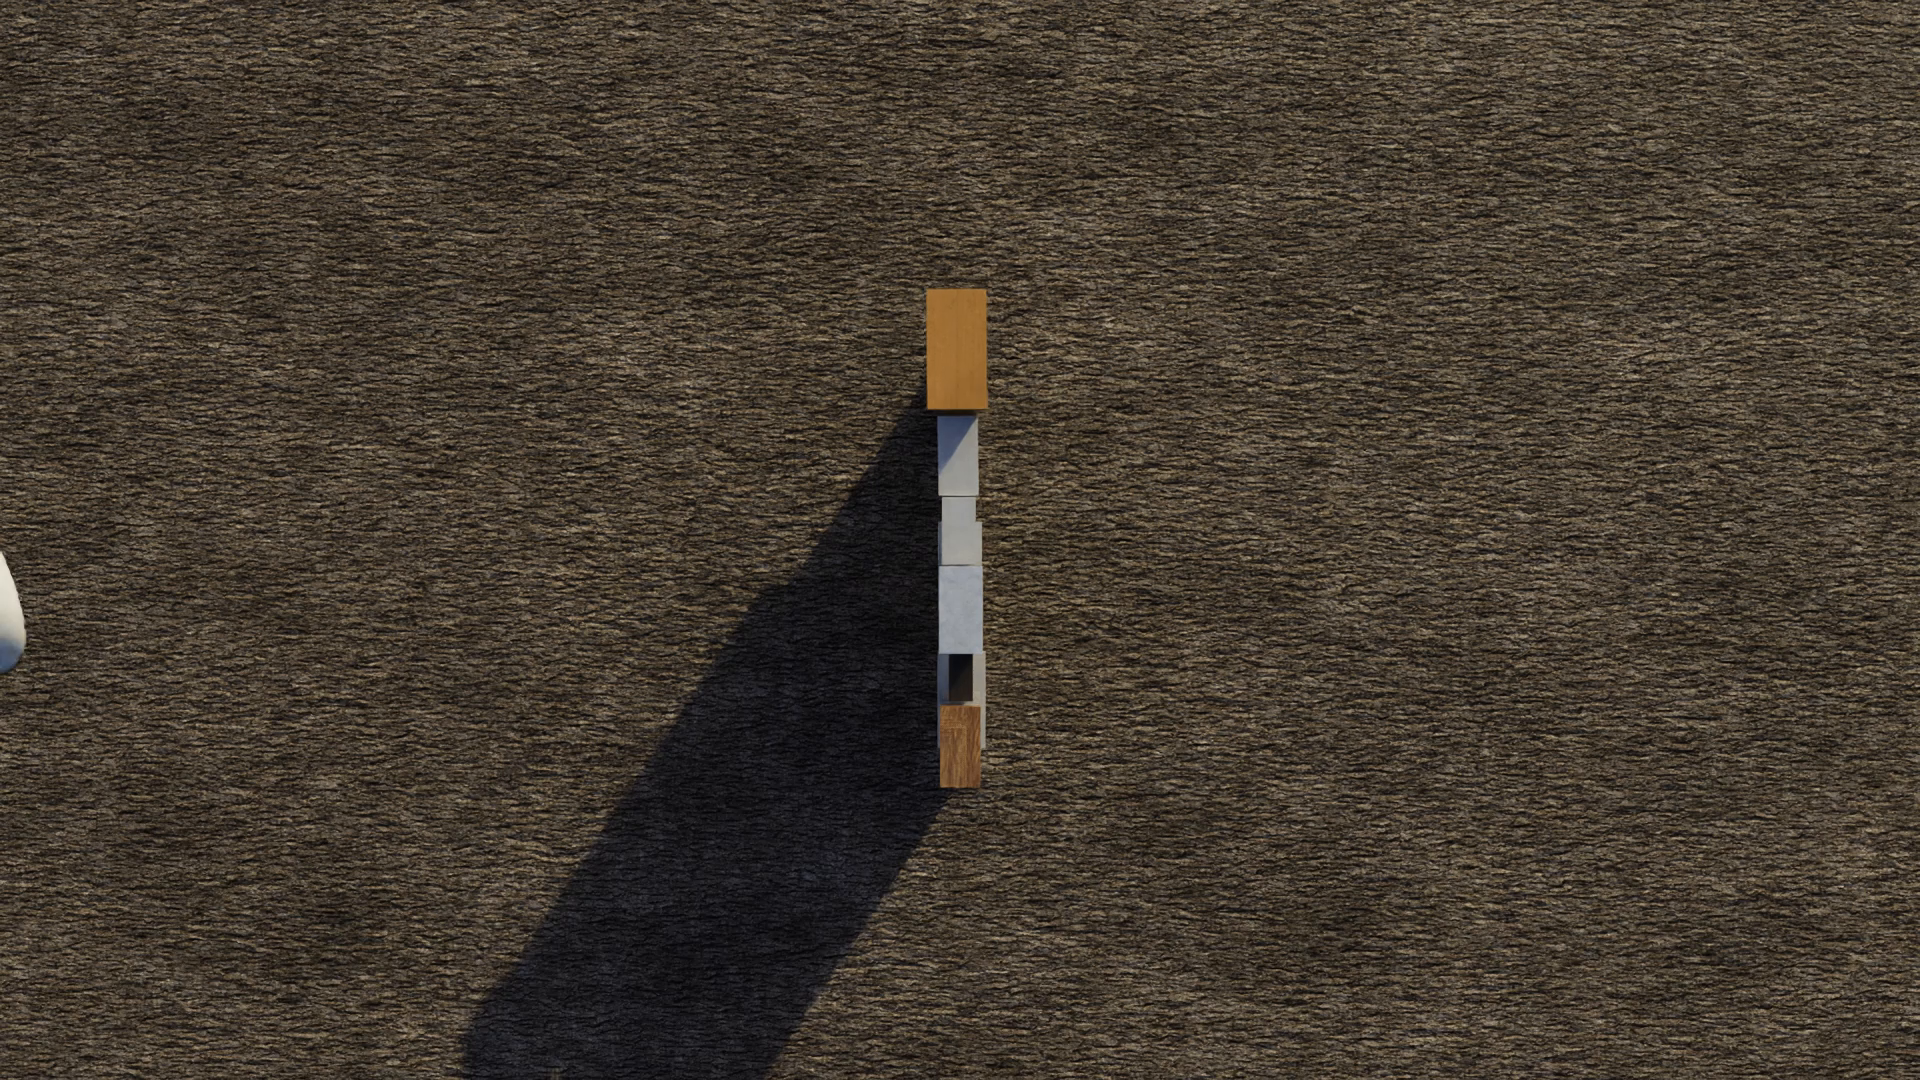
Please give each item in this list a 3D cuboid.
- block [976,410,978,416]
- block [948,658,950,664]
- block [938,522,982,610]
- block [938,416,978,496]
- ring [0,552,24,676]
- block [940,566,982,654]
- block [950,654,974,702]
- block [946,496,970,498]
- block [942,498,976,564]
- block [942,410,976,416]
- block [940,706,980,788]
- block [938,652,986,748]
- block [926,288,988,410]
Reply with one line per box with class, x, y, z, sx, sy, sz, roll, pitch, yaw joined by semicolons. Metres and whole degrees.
block;0.001;-0.404;5.391;0.109;0.218;0.031;0;90;0
block;0.003;0.367;5.084;0.073;0.146;0.021;0;90;0
block;0.000;0.079;5.205;0.138;0.039;0.275;0;90;0
block;-0.006;-0.255;4.993;0.121;0.034;0.241;-1;90;0
ring;-2.466;0.137;4.109;0.143;0.429;0.429;-21;90;-40
block;0.003;0.208;4.908;0.130;0.037;0.259;0;90;0
block;0.003;0.416;5.001;0.073;0.021;0.146;0;90;0
block;-0.005;-0.141;5.334;0.077;0.022;0.155;0;90;0
block;-0.004;-0.028;4.969;0.101;0.029;0.203;0;90;0
block;-0.001;-0.333;5.266;0.109;0.031;0.218;0;89;0
block;0.001;0.613;4.900;0.120;0.034;0.239;0;90;0
block;0.004;0.501;5.178;0.150;0.043;0.301;0;90;0
block;-0.009;-0.562;4.874;0.176;0.050;0.353;0;90;0
